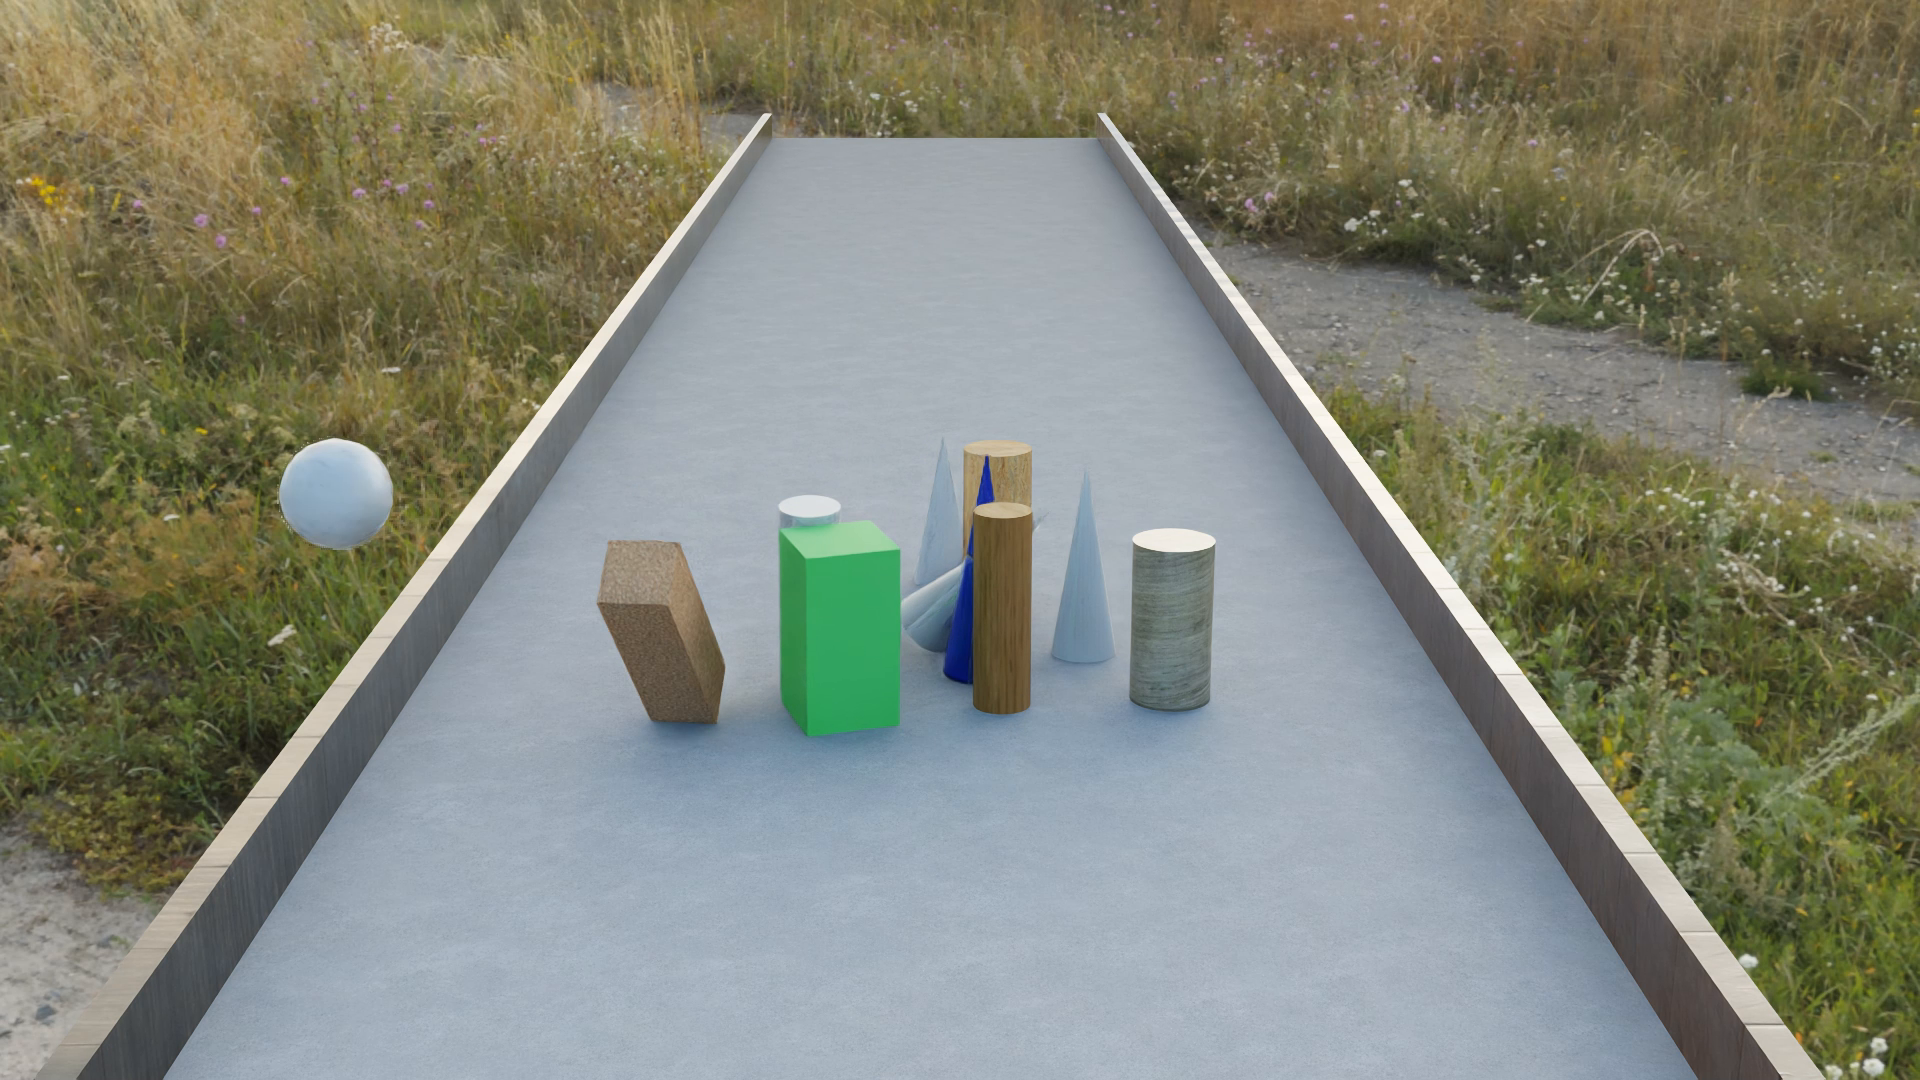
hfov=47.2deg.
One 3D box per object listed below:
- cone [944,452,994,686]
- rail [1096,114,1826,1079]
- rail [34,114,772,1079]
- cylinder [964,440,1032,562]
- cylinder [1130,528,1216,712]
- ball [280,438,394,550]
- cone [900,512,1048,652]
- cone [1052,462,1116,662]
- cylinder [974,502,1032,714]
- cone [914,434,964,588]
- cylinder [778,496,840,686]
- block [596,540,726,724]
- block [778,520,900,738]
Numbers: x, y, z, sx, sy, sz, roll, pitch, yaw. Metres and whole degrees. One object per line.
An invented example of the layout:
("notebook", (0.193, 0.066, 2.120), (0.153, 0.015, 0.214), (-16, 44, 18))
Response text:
("cone", (0.048, 0.045, 4.272), (0.154, 0.454, 0.154), (1, 18, 0))
("rail", (0.932, -0.844, 7.801), (0.050, 0.150, 12.000), (0, 17, -1))
("rail", (-1.118, -0.838, 7.780), (0.050, 0.150, 12.000), (0, 17, -1))
("cylinder", (0.079, -0.016, 4.637), (0.142, 0.366, 0.142), (0, 17, 0))
("cylinder", (0.401, 0.151, 4.168), (0.155, 0.314, 0.155), (0, 17, 0))
("ball", (-1.107, -0.082, 3.905), (0.196, 0.196, 0.196), (0, 17, 0))
("cone", (0.053, 0.057, 4.360), (0.138, 0.407, 0.138), (27, 40, -25))
("cone", (0.251, 0.036, 4.408), (0.133, 0.398, 0.133), (0, 17, 0))
("cylinder", (0.079, 0.128, 4.124), (0.109, 0.383, 0.109), (0, 17, 0))
("cone", (-0.036, -0.072, 4.874), (0.134, 0.340, 0.134), (0, 17, 0))
("cylinder", (-0.286, 0.108, 4.200), (0.117, 0.369, 0.117), (1, 22, 0))
("block", (-0.527, 0.170, 3.923), (0.124, 0.455, 0.124), (2, 60, 7))
("block", (-0.223, 0.162, 4.068), (0.177, 0.345, 0.177), (-6, 20, -19))
